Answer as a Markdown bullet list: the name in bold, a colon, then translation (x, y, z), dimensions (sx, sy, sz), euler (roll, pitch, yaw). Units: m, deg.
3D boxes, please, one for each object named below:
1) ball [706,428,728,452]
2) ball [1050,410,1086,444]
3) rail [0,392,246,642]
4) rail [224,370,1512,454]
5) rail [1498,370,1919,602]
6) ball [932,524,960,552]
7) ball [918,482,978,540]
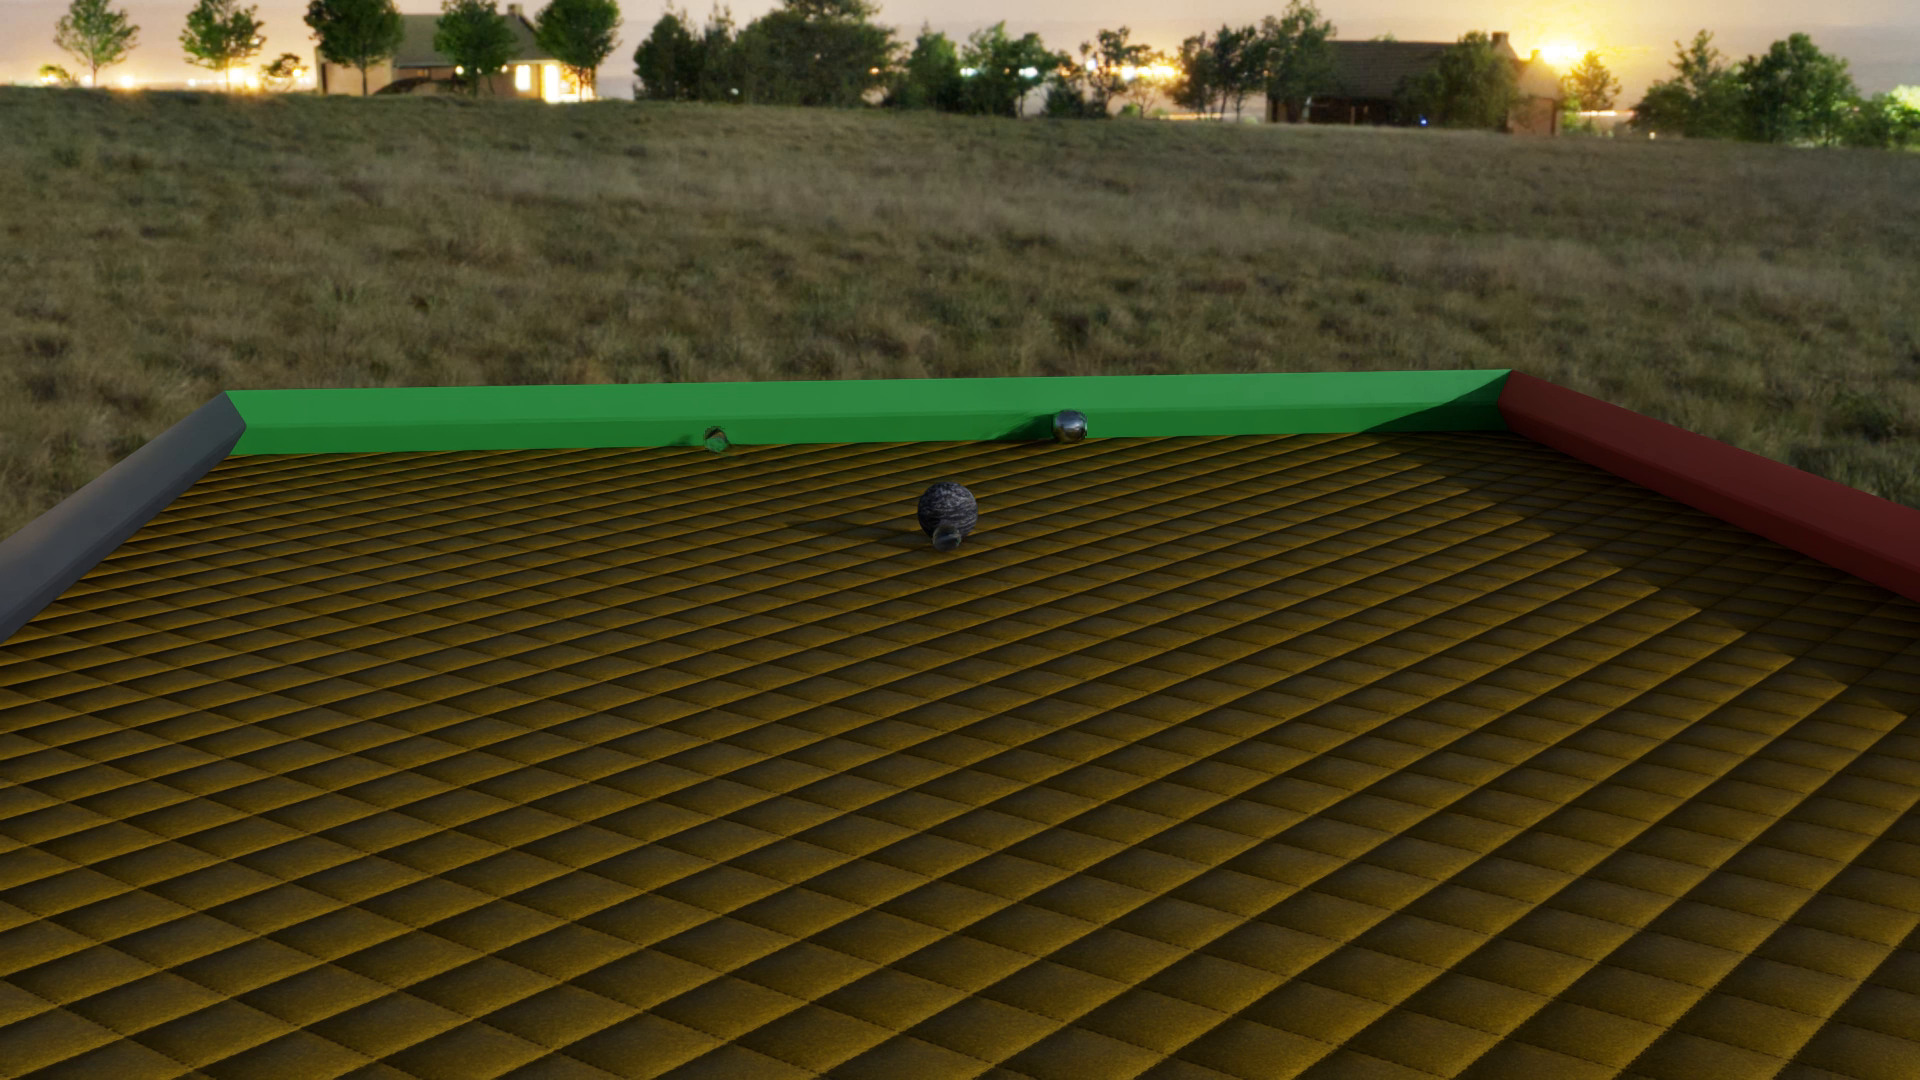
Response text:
- **ball**: translation (-0.457, -0.187, 4.133), dimensions (0.043, 0.043, 0.043), euler (0, 12, 0)
- **ball**: translation (0.208, -0.217, 4.218), dimensions (0.068, 0.068, 0.068), euler (0, 12, 0)
- **rail**: translation (-1.077, 0.219, 2.000), dimensions (0.045, 0.119, 4.311), euler (-1, 12, -7)
- **rail**: translation (-0.130, -0.245, 4.218), dimensions (2.486, 0.119, 0.045), euler (-1, 12, -7)
- **rail**: translation (1.343, 0.158, 2.294), dimensions (0.045, 0.119, 4.311), euler (-1, 12, -7)
- **ball**: translation (-0.020, -0.003, 3.256), dimensions (0.042, 0.042, 0.042), euler (0, 12, 0)
- **ball**: translation (-0.019, -0.042, 3.322), dimensions (0.092, 0.092, 0.092), euler (0, 12, 0)
